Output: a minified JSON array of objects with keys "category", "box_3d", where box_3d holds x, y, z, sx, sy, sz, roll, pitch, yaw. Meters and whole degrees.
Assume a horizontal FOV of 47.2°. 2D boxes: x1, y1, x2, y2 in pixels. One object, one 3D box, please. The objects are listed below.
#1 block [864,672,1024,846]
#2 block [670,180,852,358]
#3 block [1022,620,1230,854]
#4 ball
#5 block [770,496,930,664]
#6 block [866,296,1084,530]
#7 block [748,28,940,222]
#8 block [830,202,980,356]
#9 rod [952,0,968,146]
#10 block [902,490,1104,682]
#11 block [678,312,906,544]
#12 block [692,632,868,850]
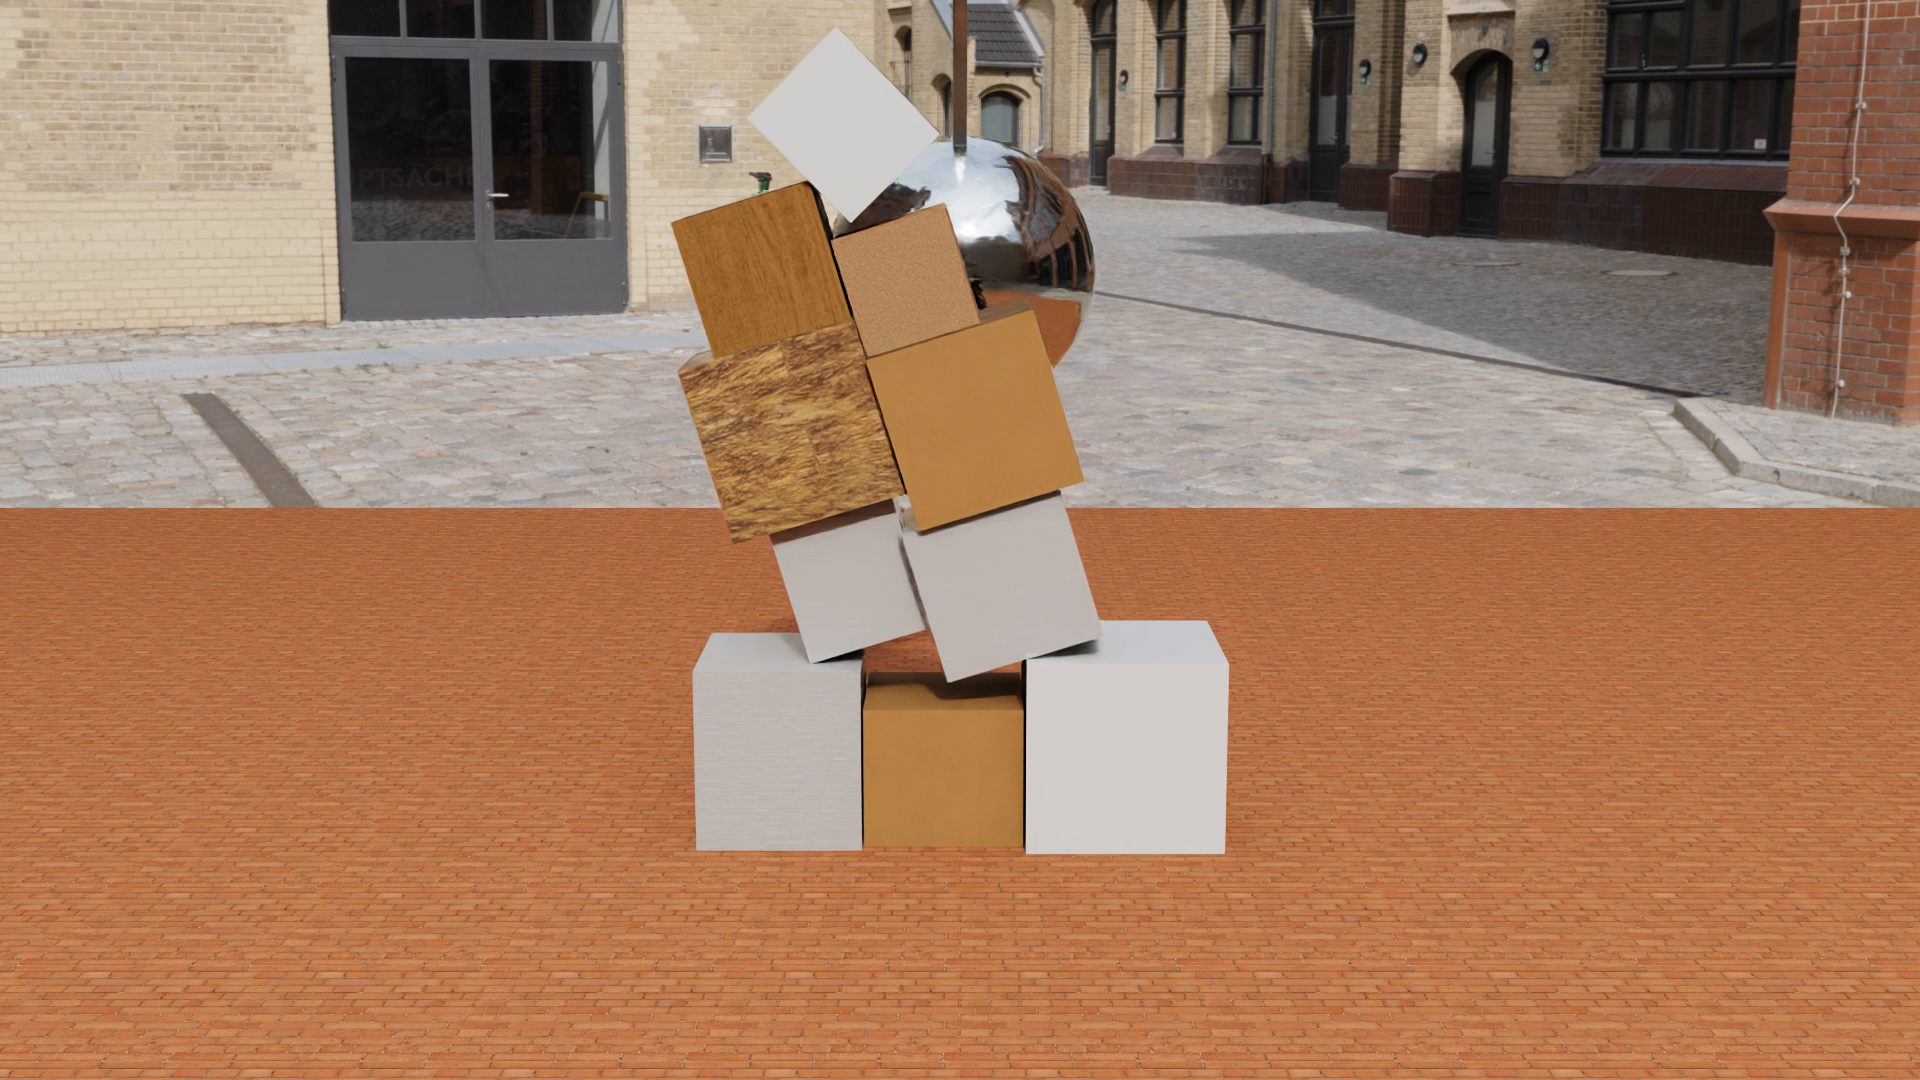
[{"category":"block","box_3d":[-0.082,1.125,11.398,0.800,0.709,0.790,0,10,0]},{"category":"block","box_3d":[-0.965,-1.361,10.930,0.696,0.683,0.653,-16,10,2]},{"category":"block","box_3d":[0.824,0.998,11.360,0.992,0.972,0.991,0,10,0]},{"category":"ball","box_3d":[0.000,-1.580,13.001,1.600,1.600,1.600,0,10,0]},{"category":"block","box_3d":[-0.555,0.143,11.240,0.635,0.704,0.610,-17,10,1]},{"category":"block","box_3d":[0.075,-0.655,11.068,0.841,0.872,0.909,-17,10,3]},{"category":"block","box_3d":[-0.556,-2.032,10.777,0.603,0.697,0.667,-44,8,8]},{"category":"block","box_3d":[-0.263,-1.303,10.934,0.574,0.590,0.566,-17,10,3]},{"category":"rod","box_3d":[0.000,-4.508,11.274,0.080,5.200,0.080,0,31,0]},{"category":"block","box_3d":[0.211,0.155,11.208,0.807,0.779,0.785,-17,10,3]},{"category":"block","box_3d":[-0.815,-0.596,11.077,0.887,0.895,0.786,-16,10,3]},{"category":"block","box_3d":[-0.906,1.025,11.356,0.828,0.920,0.867,0,10,0]}]
